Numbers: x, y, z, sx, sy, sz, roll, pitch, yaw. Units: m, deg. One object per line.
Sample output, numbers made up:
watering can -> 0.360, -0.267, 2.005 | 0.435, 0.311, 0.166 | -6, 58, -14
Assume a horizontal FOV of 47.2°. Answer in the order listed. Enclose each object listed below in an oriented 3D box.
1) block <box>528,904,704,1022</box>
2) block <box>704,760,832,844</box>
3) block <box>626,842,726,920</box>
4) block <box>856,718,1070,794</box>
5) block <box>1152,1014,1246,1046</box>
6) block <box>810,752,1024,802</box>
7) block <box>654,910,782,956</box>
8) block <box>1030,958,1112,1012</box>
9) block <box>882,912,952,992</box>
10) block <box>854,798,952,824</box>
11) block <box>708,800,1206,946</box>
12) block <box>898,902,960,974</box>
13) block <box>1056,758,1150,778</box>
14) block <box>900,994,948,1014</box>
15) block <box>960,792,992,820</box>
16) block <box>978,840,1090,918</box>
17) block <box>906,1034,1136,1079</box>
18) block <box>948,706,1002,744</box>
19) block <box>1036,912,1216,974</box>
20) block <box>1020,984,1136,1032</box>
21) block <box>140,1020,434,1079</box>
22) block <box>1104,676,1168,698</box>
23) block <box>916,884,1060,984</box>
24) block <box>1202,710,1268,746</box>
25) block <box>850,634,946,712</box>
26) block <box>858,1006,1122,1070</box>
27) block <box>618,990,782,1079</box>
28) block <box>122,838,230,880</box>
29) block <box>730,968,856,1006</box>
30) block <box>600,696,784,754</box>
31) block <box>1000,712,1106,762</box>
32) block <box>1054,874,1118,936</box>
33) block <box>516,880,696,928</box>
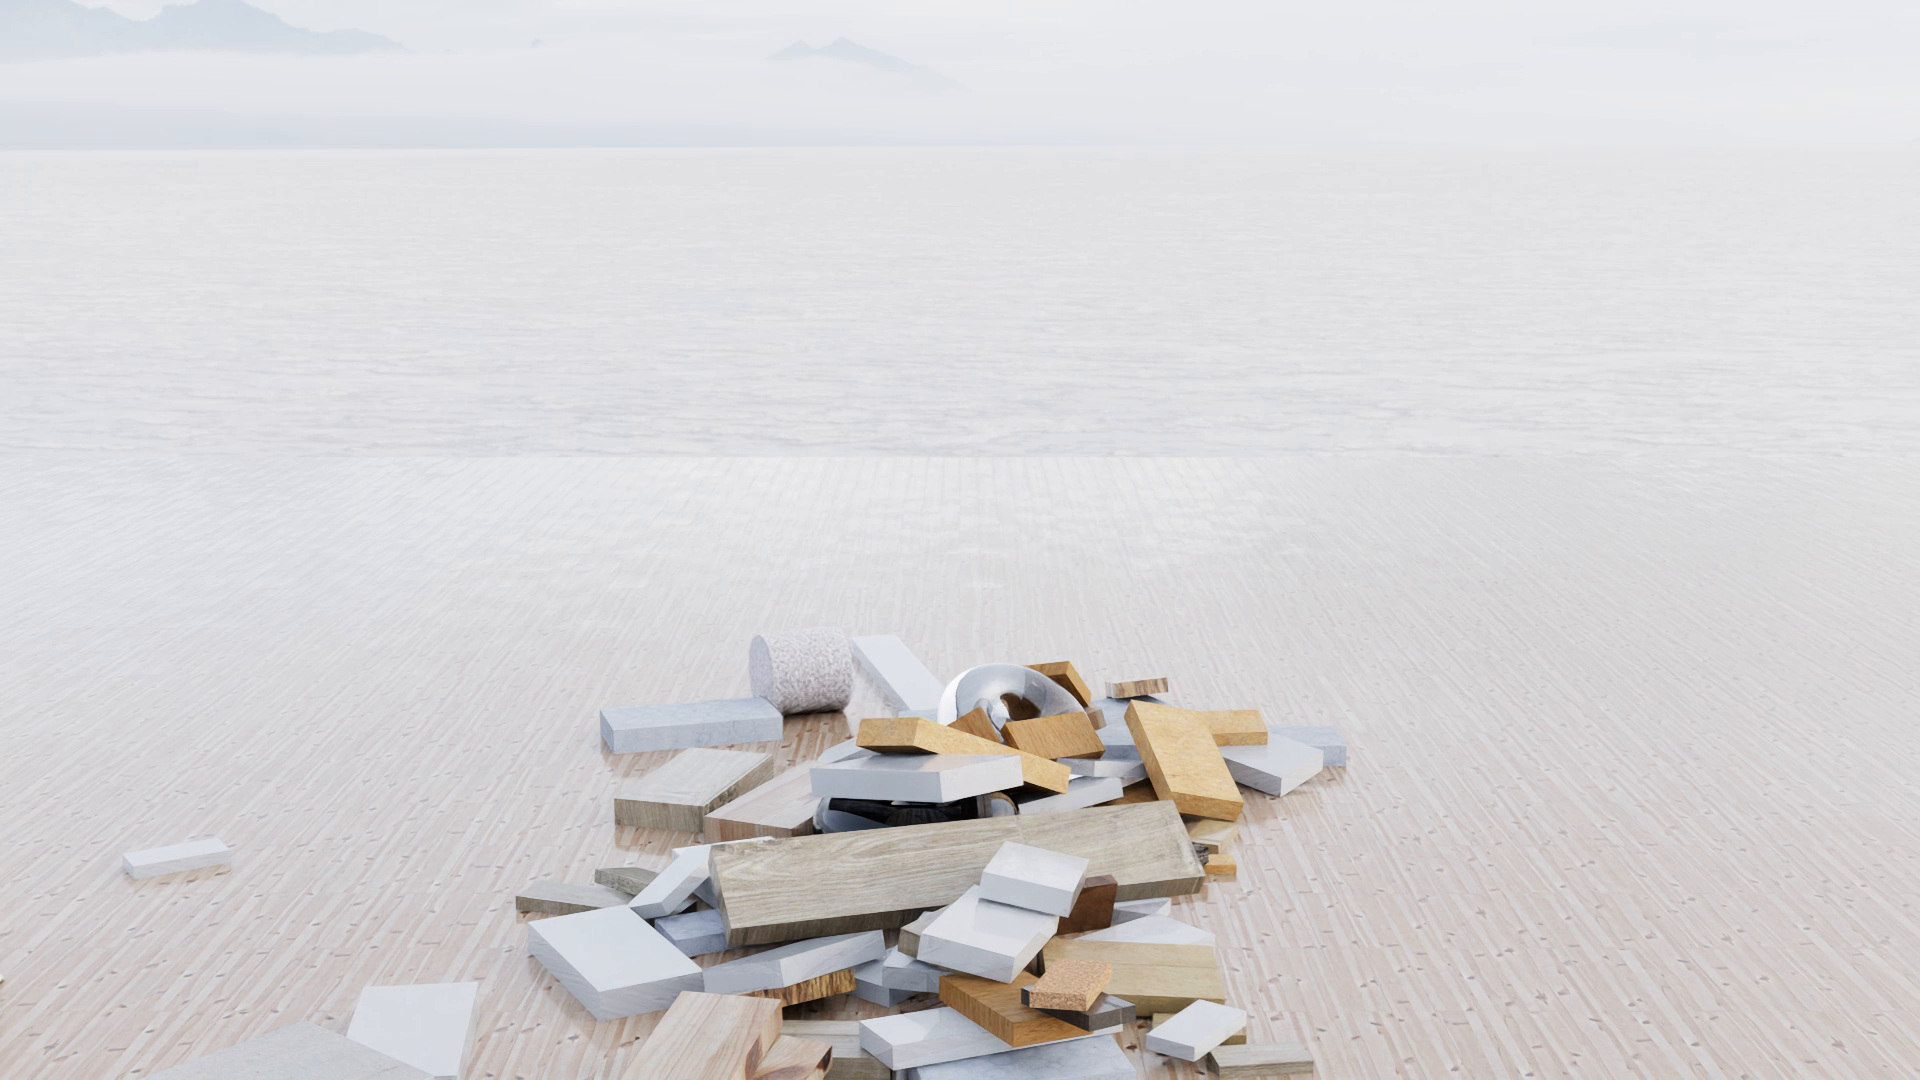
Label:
block -> -0.522, 0.633, 3.312 | 0.161, 0.046, 0.322 | -6, 12, -29
block -> -0.295, 0.491, 4.065 | 0.177, 0.050, 0.393 | 5, 11, 24
block -> -0.453, 0.548, 3.532 | 0.088, 0.025, 0.176 | -16, 17, 38
block -> 0.008, 0.389, 3.946 | 0.352, 0.050, 0.176 | 21, -17, -34
block -> 0.336, 0.688, 3.088 | 0.131, 0.018, 0.065 | 1, 11, 6
block -> -0.077, 0.400, 3.722 | 0.176, 0.050, 0.352 | -7, 1, -40
block -> -0.297, 0.606, 3.500 | 0.360, 0.030, 0.105 | -5, 12, -25
block -> 0.147, 0.585, 2.895 | 0.075, 0.021, 0.150 | 0, 6, 16
block -> -0.028, 0.615, 3.284 | 0.117, 0.033, 0.234 | 3, 11, 14
block -> -0.102, 0.475, 4.044 | 0.175, 0.088, 0.025 | -3, 39, -17
block -> 0.002, 0.526, 3.504 | 0.786, 0.046, 0.161 | -3, 44, -19
block -> 0.031, 0.581, 3.273 | 0.127, 0.036, 0.255 | 16, 14, 29
block -> 0.290, 0.431, 4.153 | 0.201, 0.028, 0.100 | 6, -5, -41
block -> 0.025, 0.672, 3.148 | 0.103, 0.029, 0.206 | 10, 15, 44
block -> 0.033, 0.501, 3.639 | 0.024, 0.172, 0.086 | -7, 1, -19
block -> 0.115, 0.512, 3.339 | 0.136, 0.039, 0.272 | 12, 3, 8
block -> 0.079, 0.708, 2.924 | 0.280, 0.040, 0.140 | -2, 11, -12
block -> -0.020, 0.402, 4.128 | 0.189, 0.095, 0.027 | -31, -19, 7
block -> 0.254, 0.631, 3.351 | 0.255, 0.036, 0.127 | -9, 14, -39
block -> 0.154, 0.607, 2.879 | 0.075, 0.021, 0.150 | -5, 7, -33
block -> -0.741, 0.704, 2.403 | 0.239, 0.239, 0.239 | 9, 14, 39
block -> 0.387, 0.323, 4.843 | 0.113, 0.032, 0.226 | -7, -3, -2
block -> 0.045, 0.562, 3.153 | 0.136, 0.039, 0.272 | 12, 9, 15
block -> 0.499, 0.373, 4.347 | 0.201, 0.028, 0.100 | -2, 22, -4
block -> -0.113, 0.329, 4.988 | 0.113, 0.032, 0.881 | -2, 11, -13
block -> 0.043, 0.660, 2.986 | 0.341, 0.033, 0.117 | -4, 6, -24
block -> -0.382, 0.726, 2.640 | 0.140, 0.040, 0.686 | 2, 17, 12
block -> -1.358, 0.552, 3.813 | 0.162, 0.023, 0.081 | -7, 13, -33
block -> -0.265, 0.650, 3.148 | 0.210, 0.030, 0.105 | -5, -8, -38
block -> -0.566, 0.387, 4.623 | 0.354, 0.050, 0.177 | -3, 11, -18
block -> 0.177, 0.381, 4.173 | 0.189, 0.027, 0.095 | -5, 51, -35
block -> 0.161, 0.581, 3.472 | 0.172, 0.086, 0.024 | -4, 28, -23
block -> -0.577, 0.595, 3.582 | 0.288, 0.023, 0.081 | 4, 11, 20
